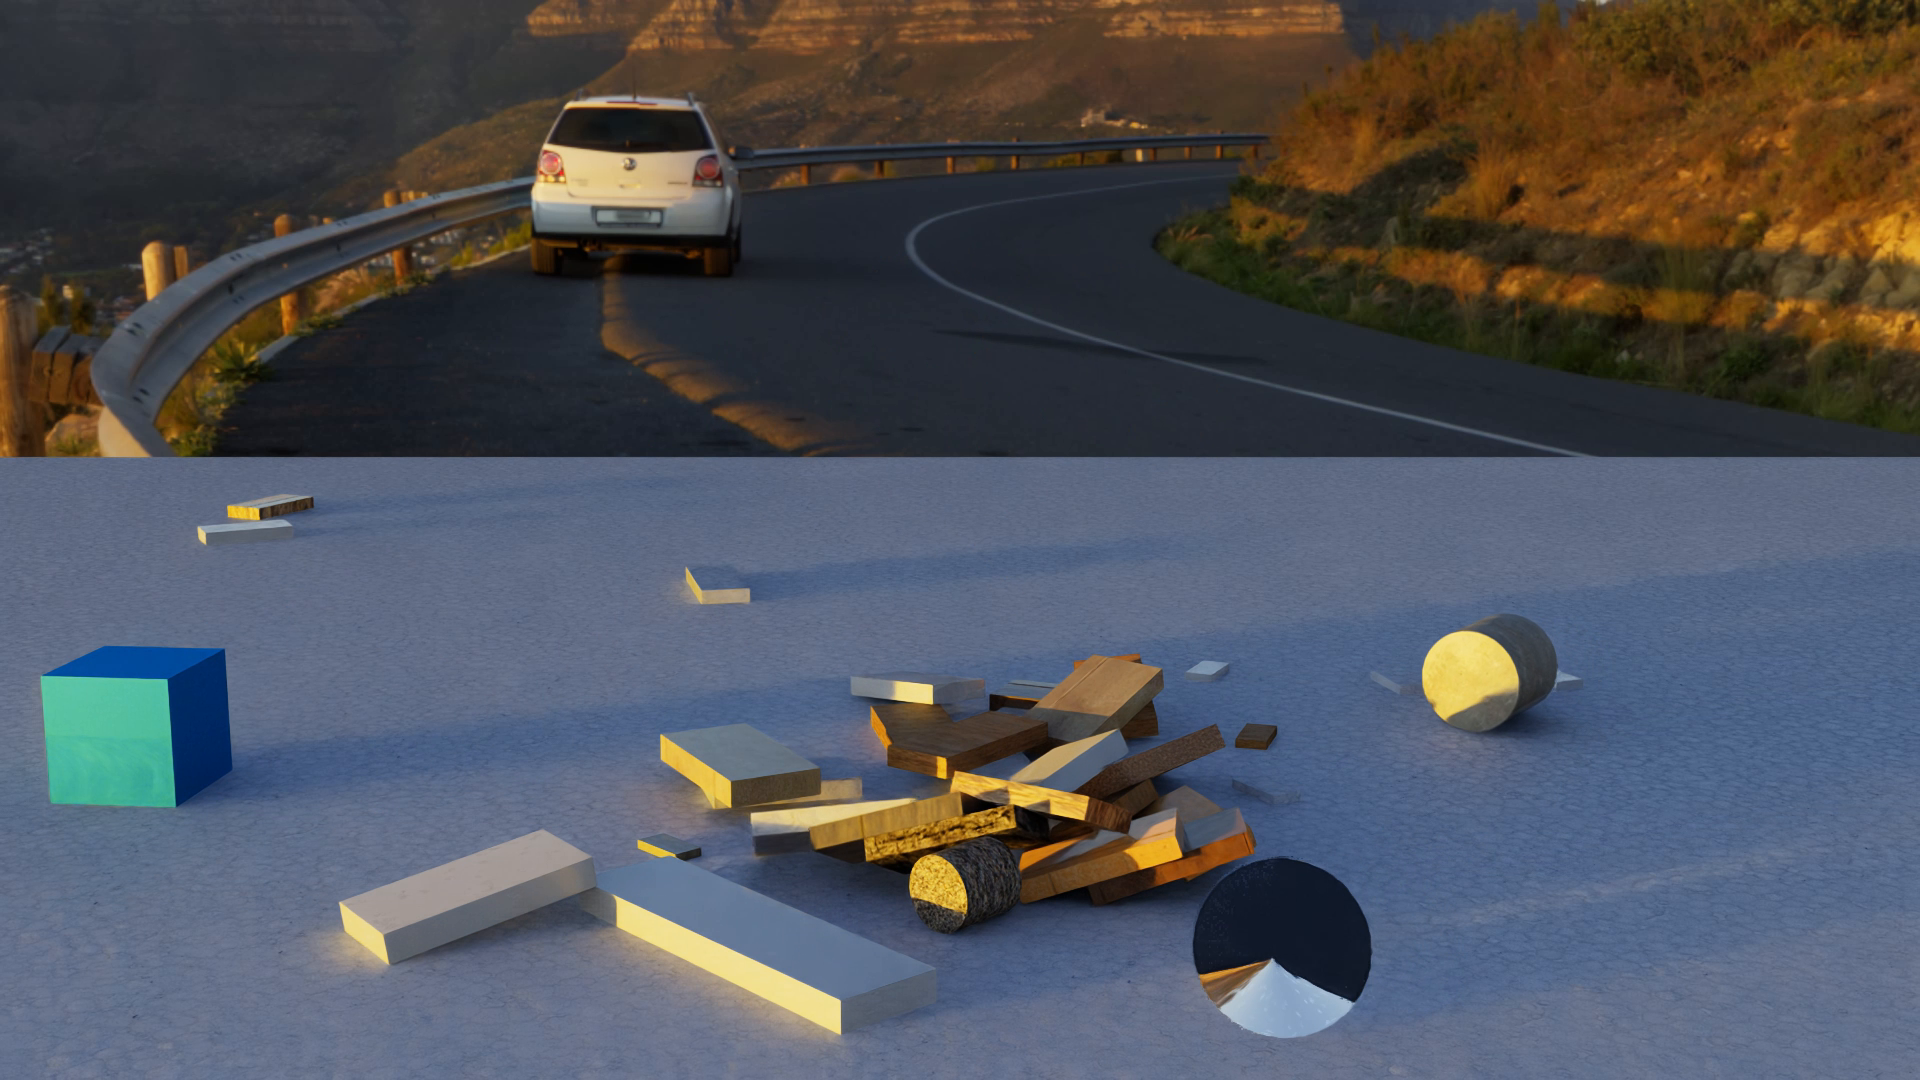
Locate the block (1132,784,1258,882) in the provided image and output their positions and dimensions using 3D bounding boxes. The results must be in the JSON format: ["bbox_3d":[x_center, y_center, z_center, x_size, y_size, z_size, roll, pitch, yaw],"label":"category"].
[{"bbox_3d":[0.395,0.509,3.837,0.138,0.039,0.276,-25,15,-13],"label":"block"}]

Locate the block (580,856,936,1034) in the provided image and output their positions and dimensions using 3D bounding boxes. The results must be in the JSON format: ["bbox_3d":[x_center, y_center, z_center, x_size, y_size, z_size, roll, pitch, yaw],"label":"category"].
[{"bbox_3d":[-0.328,0.614,3.401,0.180,0.051,0.685,-9,14,-41],"label":"block"}]

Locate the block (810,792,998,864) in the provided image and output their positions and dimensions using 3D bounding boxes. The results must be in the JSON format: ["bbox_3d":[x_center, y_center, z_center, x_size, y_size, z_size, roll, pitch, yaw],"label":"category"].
[{"bbox_3d":[-0.093,0.487,3.710,0.285,0.040,0.143,-16,-23,22],"label":"block"}]

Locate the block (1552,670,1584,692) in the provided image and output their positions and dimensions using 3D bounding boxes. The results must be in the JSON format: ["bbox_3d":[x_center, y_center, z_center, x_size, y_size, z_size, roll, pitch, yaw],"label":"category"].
[{"bbox_3d":[1.356,0.318,5.075,0.076,0.022,0.152,-5,12,-24],"label":"block"}]

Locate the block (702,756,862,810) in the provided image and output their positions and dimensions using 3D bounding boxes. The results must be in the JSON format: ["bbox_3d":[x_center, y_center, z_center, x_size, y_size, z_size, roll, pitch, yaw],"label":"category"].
[{"bbox_3d":[-0.344,0.465,4.229,0.285,0.040,0.143,-3,11,-16],"label":"block"}]

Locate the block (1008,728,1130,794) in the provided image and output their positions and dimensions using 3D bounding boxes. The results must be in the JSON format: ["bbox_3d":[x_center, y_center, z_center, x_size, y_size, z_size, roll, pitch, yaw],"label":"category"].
[{"bbox_3d":[0.143,0.445,3.982,0.169,0.048,0.338,-22,4,43],"label":"block"}]

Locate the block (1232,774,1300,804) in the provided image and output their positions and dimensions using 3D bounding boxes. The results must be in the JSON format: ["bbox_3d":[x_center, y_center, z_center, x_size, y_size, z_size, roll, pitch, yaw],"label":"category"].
[{"bbox_3d":[0.587,0.478,4.220,0.064,0.018,0.129,-6,12,-30],"label":"block"}]

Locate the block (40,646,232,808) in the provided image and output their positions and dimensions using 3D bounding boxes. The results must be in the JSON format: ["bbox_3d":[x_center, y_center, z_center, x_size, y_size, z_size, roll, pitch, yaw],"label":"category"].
[{"bbox_3d":[-1.585,0.356,4.248,0.248,0.248,0.248,1,11,6],"label":"block"}]

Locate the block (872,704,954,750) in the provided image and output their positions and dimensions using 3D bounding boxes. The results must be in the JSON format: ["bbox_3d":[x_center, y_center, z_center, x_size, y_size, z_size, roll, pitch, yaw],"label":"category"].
[{"bbox_3d":[-0.089,0.399,4.585,0.147,0.042,0.293,-2,11,-11],"label":"block"}]

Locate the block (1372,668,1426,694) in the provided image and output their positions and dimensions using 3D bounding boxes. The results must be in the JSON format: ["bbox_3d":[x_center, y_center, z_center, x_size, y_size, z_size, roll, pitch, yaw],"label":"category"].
[{"bbox_3d":[1.011,0.324,5.043,0.076,0.022,0.152,-3,11,-14],"label":"block"}]

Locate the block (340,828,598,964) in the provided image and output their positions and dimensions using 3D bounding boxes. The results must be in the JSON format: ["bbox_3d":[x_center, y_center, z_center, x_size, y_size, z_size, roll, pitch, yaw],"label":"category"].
[{"bbox_3d":[-0.784,0.566,3.518,0.359,0.051,0.180,-17,19,-34],"label":"block"}]

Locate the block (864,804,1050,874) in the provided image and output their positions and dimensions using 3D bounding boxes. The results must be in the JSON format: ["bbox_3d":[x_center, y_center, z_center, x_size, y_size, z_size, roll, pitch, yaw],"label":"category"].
[{"bbox_3d":[-0.004,0.499,3.660,0.276,0.039,0.138,-16,-23,22],"label":"block"}]

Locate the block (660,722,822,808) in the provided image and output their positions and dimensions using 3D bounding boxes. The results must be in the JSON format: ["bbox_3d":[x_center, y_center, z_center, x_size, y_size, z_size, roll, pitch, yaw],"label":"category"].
[{"bbox_3d":[-0.422,0.426,4.191,0.180,0.051,0.359,-6,12,-28],"label":"block"}]

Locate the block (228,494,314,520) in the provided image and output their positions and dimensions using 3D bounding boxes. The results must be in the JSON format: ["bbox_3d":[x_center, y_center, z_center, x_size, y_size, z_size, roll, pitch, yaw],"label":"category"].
[{"bbox_3d":[-2.300,-0.111,7.343,0.132,0.037,0.264,5,12,24],"label":"block"}]

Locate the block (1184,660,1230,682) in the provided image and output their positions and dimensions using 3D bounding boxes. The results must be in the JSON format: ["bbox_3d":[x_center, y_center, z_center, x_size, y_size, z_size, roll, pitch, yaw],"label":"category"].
[{"bbox_3d":[0.579,0.307,5.142,0.064,0.018,0.129,5,12,25],"label":"block"}]

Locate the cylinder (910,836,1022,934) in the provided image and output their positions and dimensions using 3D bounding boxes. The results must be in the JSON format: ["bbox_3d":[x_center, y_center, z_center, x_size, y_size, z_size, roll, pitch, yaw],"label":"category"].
[{"bbox_3d":[0.009,0.552,3.524,0.127,0.127,0.127,10,14,42],"label":"cylinder"}]

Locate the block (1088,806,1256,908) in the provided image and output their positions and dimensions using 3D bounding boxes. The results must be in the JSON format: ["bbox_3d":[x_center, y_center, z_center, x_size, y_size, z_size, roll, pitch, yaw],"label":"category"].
[{"bbox_3d":[0.345,0.525,3.659,0.276,0.039,0.138,-19,10,4],"label":"block"}]

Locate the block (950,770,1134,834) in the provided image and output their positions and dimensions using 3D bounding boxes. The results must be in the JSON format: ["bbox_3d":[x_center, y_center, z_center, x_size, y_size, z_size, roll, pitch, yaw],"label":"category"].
[{"bbox_3d":[0.135,0.439,3.680,0.276,0.039,0.138,6,-12,38],"label":"block"}]

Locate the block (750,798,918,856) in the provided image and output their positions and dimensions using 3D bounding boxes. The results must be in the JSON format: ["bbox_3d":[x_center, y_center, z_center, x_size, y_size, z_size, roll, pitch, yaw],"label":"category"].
[{"bbox_3d":[-0.216,0.498,3.811,0.285,0.040,0.143,-5,-22,-6],"label":"block"}]

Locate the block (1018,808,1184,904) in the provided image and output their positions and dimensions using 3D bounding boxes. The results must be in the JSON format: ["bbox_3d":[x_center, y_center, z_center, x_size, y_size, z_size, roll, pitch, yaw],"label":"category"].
[{"bbox_3d":[0.234,0.524,3.656,0.276,0.039,0.138,-18,10,10],"label":"block"}]

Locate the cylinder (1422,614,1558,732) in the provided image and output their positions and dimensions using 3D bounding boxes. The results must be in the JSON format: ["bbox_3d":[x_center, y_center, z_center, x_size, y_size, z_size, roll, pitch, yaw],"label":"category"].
[{"bbox_3d":[1.141,0.283,4.730,0.216,0.216,0.216,8,13,35],"label":"cylinder"}]

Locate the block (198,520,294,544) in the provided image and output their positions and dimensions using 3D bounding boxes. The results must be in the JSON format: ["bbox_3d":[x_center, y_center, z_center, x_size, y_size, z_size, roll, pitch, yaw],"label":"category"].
[{"bbox_3d":[-2.234,-0.025,6.878,0.264,0.037,0.132,-6,12,-28],"label":"block"}]

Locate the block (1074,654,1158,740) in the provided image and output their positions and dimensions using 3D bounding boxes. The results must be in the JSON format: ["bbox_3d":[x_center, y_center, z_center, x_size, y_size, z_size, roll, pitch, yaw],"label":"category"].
[{"bbox_3d":[0.331,0.336,4.691,0.145,0.041,0.290,-7,25,0],"label":"block"}]

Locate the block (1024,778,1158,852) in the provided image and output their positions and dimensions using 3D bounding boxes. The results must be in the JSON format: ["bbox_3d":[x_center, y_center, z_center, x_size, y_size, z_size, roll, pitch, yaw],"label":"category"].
[{"bbox_3d":[0.235,0.498,3.888,0.138,0.039,0.276,-27,-4,29],"label":"block"}]

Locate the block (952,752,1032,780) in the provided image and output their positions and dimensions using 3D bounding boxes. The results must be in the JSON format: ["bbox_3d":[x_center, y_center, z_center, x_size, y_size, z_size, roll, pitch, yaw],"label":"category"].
[{"bbox_3d":[0.078,0.464,4.233,0.147,0.042,0.304,-2,11,-13],"label":"block"}]

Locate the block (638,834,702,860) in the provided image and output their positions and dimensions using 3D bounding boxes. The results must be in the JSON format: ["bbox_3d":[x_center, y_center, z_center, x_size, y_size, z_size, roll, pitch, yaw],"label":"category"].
[{"bbox_3d":[-0.512,0.543,3.879,0.056,0.016,0.112,-10,14,-43],"label":"block"}]

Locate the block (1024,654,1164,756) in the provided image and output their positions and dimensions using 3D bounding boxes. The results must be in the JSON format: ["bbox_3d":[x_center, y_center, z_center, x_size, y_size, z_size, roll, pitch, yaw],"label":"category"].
[{"bbox_3d":[0.267,0.348,4.574,0.169,0.048,0.338,10,30,33],"label":"block"}]

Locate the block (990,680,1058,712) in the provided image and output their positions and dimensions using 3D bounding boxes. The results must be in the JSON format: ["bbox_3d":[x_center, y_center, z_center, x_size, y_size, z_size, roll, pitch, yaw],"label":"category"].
[{"bbox_3d":[0.226,0.356,4.819,0.290,0.041,0.145,5,11,24],"label":"block"}]

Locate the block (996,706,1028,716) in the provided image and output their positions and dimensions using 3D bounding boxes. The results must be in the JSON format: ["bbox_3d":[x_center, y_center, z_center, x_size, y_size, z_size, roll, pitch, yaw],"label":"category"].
[{"bbox_3d":[0.134,0.381,4.753,0.112,0.016,0.056,5,11,24],"label":"block"}]

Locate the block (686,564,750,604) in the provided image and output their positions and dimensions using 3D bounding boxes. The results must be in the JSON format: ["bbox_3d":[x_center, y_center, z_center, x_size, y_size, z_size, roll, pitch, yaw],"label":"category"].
[{"bbox_3d":[-0.672,0.122,6.089,0.132,0.037,0.339,-3,11,-14],"label":"block"}]

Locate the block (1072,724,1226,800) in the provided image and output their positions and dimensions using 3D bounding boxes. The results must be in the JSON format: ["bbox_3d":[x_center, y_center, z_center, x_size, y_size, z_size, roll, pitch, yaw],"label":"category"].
[{"bbox_3d":[0.344,0.432,4.166,0.169,0.048,0.338,-29,-10,37],"label":"block"}]

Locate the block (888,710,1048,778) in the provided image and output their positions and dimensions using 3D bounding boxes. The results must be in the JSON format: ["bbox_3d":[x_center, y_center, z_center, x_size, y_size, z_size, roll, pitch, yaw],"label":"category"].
[{"bbox_3d":[0.018,0.402,4.342,0.145,0.041,0.331,8,13,37],"label":"block"}]

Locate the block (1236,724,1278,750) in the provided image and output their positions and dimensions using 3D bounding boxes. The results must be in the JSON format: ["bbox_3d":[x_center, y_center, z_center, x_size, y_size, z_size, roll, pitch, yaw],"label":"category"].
[{"bbox_3d":[0.619,0.410,4.589,0.064,0.018,0.129,3,11,18],"label":"block"}]

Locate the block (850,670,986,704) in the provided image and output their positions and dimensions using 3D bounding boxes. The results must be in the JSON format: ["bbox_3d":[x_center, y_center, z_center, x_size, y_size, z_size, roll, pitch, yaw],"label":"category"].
[{"bbox_3d":[-0.095,0.325,4.858,0.147,0.042,0.293,-4,3,-39],"label":"block"}]

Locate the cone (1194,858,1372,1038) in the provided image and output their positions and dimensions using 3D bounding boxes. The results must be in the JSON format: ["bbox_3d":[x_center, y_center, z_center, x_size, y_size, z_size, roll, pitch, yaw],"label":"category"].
[{"bbox_3d":[0.466,0.613,3.240,0.251,0.251,0.251,1,-16,4],"label":"cone"}]
